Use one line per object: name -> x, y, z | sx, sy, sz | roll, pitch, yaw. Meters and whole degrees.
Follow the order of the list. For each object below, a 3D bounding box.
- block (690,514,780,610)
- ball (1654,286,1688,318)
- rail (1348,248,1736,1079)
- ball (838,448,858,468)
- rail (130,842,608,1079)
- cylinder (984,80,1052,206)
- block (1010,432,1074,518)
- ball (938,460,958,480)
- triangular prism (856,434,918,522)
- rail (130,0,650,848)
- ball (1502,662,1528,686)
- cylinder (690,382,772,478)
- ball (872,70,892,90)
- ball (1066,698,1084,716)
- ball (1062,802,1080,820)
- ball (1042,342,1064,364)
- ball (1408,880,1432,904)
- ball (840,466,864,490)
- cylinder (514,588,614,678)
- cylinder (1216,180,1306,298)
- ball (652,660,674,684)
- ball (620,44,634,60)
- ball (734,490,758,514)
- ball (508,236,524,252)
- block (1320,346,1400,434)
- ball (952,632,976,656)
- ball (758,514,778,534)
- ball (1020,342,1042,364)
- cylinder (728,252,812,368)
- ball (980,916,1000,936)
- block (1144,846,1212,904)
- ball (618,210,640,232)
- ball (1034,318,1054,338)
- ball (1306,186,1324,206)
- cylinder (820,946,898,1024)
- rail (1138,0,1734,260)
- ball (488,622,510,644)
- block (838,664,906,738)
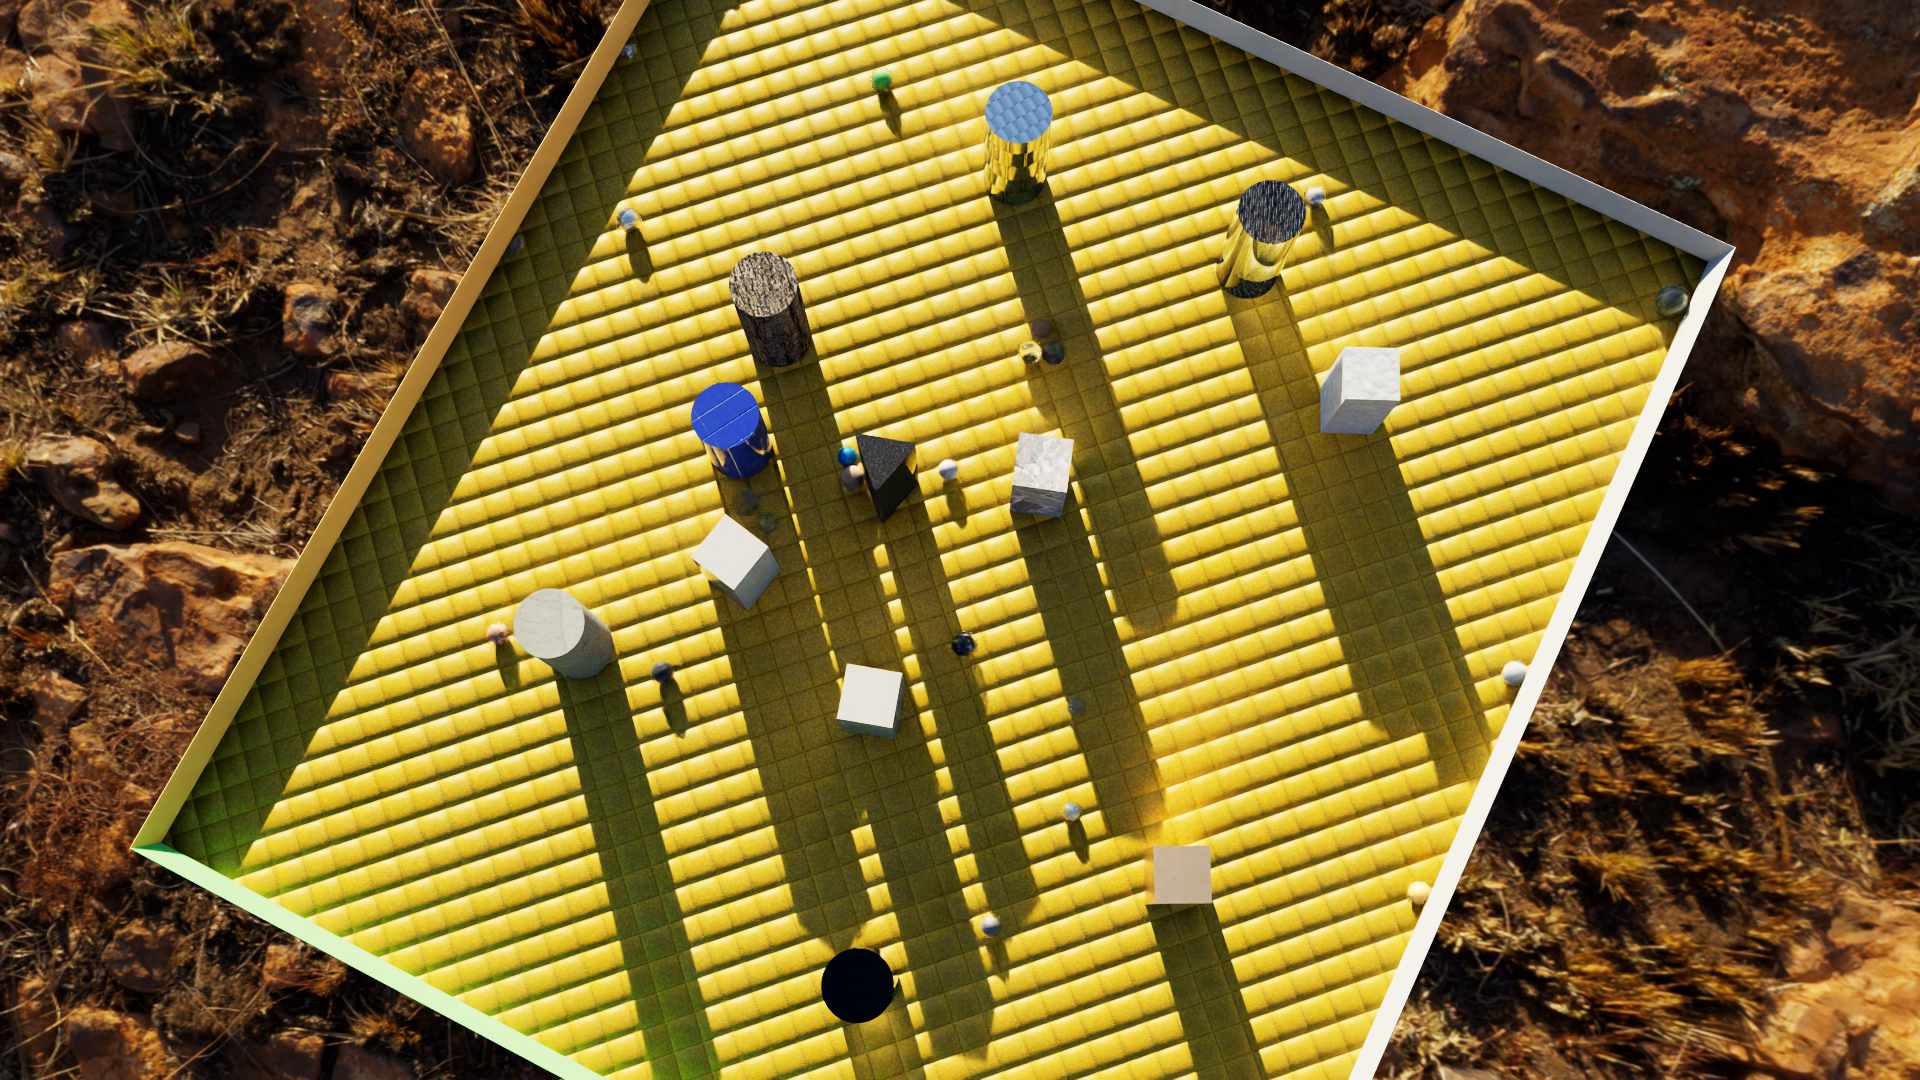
block -> -0.659, 0.071, 5.419 | 0.159, 0.358, 0.159 | 37, 81, 7
ball -> 2.221, -0.742, 5.719 | 0.099, 0.099, 0.099 | 0, 78, 0
rail -> 1.534, 0.758, 5.393 | 0.045, 0.129, 3.791 | 26, 80, 5
ball -> -0.345, -0.253, 5.637 | 0.062, 0.062, 0.062 | 0, 78, 0
rail -> -0.837, 1.646, 5.209 | 3.477, 0.129, 0.045 | 26, 80, 5
cylinder -> 0.174, -1.211, 5.624 | 0.199, 0.476, 0.199 | 0, 78, 0
block -> 0.241, -0.191, 5.480 | 0.159, 0.344, 0.159 | 8, 78, 2
ball -> -0.037, -0.215, 5.630 | 0.061, 0.061, 0.061 | 0, 78, 0
triangular prism -> -0.239, -0.210, 5.435 | 0.149, 0.441, 0.172 | 40, 81, 8
rail -> -1.534, -0.744, 5.704 | 0.045, 0.129, 3.791 | 26, 80, 5
ball -> 1.664, 0.401, 5.496 | 0.073, 0.073, 0.073 | 0, 78, 0
cylinder -> -0.681, -0.324, 5.493 | 0.199, 0.373, 0.199 | 0, 78, 0
ball -> -0.251, -1.481, 5.892 | 0.061, 0.061, 0.061 | 0, 78, 0
ball -> 0.345, 0.499, 5.487 | 0.052, 0.052, 0.052 | 0, 78, 0
ball -> 0.329, 0.805, 5.423 | 0.052, 0.052, 0.052 | 0, 78, 0
ball -> 0.289, -0.581, 5.701 | 0.070, 0.070, 0.070 | 0, 78, 0
ball -> 1.347, 1.033, 5.368 | 0.068, 0.068, 0.068 | 0, 78, 0
ball -> -0.329, -0.190, 5.618 | 0.074, 0.074, 0.074 | 0, 78, 0
cylinder -> -1.149, 0.277, 5.337 | 0.199, 0.436, 0.199 | 0, 78, 0
cylinder -> 0.907, -0.905, 5.560 | 0.199, 0.477, 0.199 | 0, 78, 0
ball -> -0.891, 0.396, 5.500 | 0.068, 0.068, 0.068 | 0, 78, 0
ball -> -1.073, -1.577, 5.920 | 0.046, 0.046, 0.046 | 0, 78, 0
ball -> -0.654, -0.117, 5.602 | 0.077, 0.077, 0.077 | 0, 78, 0
ball -> -1.402, -0.934, 5.784 | 0.050, 0.050, 0.050 | 0, 78, 0
block -> 1.201, -0.446, 5.517 | 0.159, 0.375, 0.159 | 2, 78, 0
ball -> 0.011, 0.315, 5.515 | 0.072, 0.072, 0.072 | 0, 78, 0
ball -> -0.584, -0.051, 5.597 | 0.060, 0.060, 0.060 | 0, 78, 0
ball -> 0.219, -0.584, 5.702 | 0.070, 0.070, 0.070 | 0, 78, 0
cylinder -> -0.566, -0.687, 5.509 | 0.199, 0.489, 0.199 | 0, 78, 0
ball -> 0.087, 1.126, 5.355 | 0.057, 0.057, 0.057 | 0, 78, 0
block -> 0.624, 0.966, 5.272 | 0.159, 0.283, 0.159 | -1, 78, 0
ball -> -1.046, -1.008, 5.791 | 0.068, 0.068, 0.068 | 0, 78, 0
ball -> 0.262, -0.662, 5.723 | 0.059, 0.059, 0.059 | 0, 78, 0
ball -> 1.127, -1.091, 5.813 | 0.058, 0.058, 0.058 | 0, 78, 0
cylinder -> -0.278, 1.247, 5.157 | 0.199, 0.395, 0.199 | 0, 78, 0
rail -> 0.837, -1.633, 5.888 | 3.477, 0.129, 0.045 | 26, 80, 5
ball -> -1.393, 0.281, 5.526 | 0.064, 0.064, 0.064 | 0, 78, 0
block -> -0.256, 0.474, 5.353 | 0.159, 0.324, 0.159 | 10, 78, 2
